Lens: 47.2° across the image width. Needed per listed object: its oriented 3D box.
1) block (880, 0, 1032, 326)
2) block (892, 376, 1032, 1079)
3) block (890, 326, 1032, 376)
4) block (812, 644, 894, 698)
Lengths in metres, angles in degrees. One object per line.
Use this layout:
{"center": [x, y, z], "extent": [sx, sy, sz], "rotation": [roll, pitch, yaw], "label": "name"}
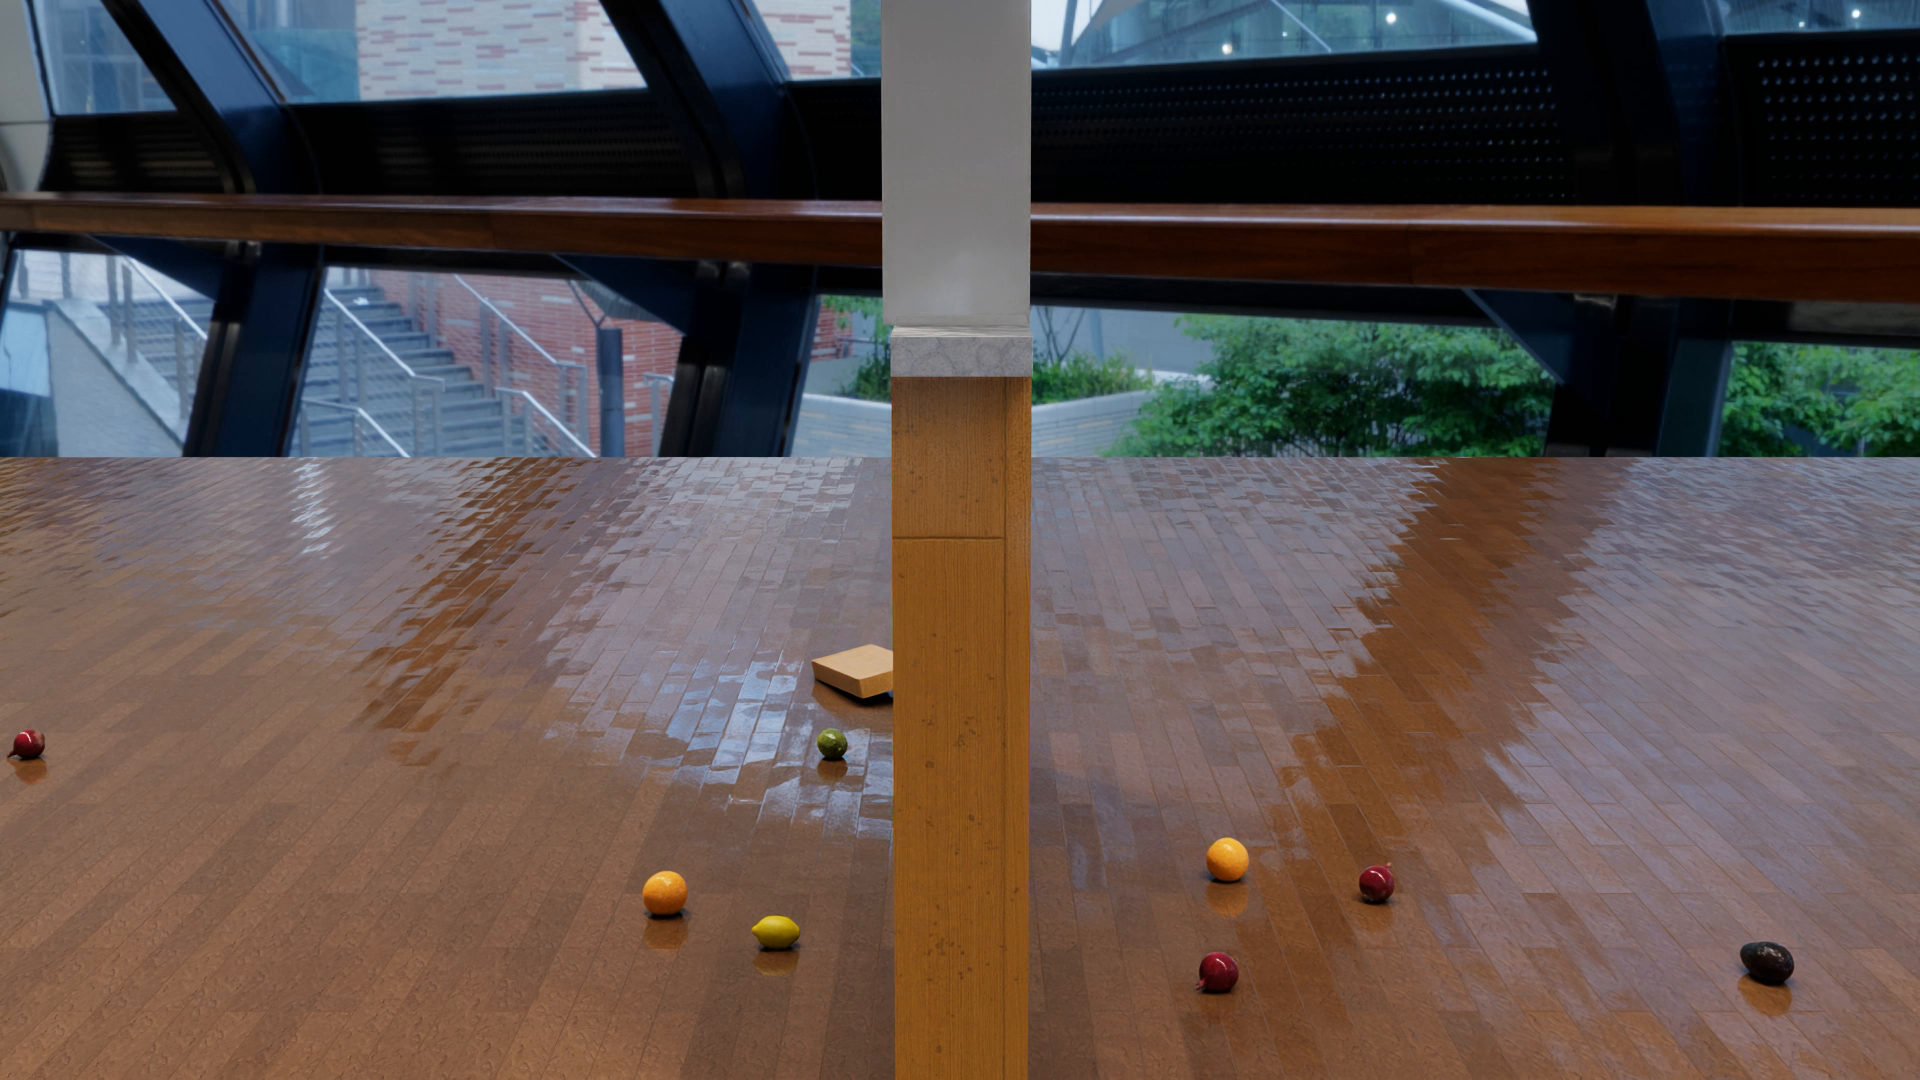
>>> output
{"center": [-0.004, -0.484, 2.590], "extent": [0.174, 0.458, 0.049], "rotation": [0, 10, 0], "label": "block"}
{"center": [0.002, 0.289, 2.611], "extent": [0.160, 0.979, 0.045], "rotation": [0, 10, 0], "label": "block"}
{"center": [0.002, -0.234, 2.622], "extent": [0.160, 0.045, 0.320], "rotation": [0, 10, 0], "label": "block"}
{"center": [-0.211, 0.296, 4.998], "extent": [0.153, 0.043, 0.306], "rotation": [-15, 11, -22], "label": "block"}
